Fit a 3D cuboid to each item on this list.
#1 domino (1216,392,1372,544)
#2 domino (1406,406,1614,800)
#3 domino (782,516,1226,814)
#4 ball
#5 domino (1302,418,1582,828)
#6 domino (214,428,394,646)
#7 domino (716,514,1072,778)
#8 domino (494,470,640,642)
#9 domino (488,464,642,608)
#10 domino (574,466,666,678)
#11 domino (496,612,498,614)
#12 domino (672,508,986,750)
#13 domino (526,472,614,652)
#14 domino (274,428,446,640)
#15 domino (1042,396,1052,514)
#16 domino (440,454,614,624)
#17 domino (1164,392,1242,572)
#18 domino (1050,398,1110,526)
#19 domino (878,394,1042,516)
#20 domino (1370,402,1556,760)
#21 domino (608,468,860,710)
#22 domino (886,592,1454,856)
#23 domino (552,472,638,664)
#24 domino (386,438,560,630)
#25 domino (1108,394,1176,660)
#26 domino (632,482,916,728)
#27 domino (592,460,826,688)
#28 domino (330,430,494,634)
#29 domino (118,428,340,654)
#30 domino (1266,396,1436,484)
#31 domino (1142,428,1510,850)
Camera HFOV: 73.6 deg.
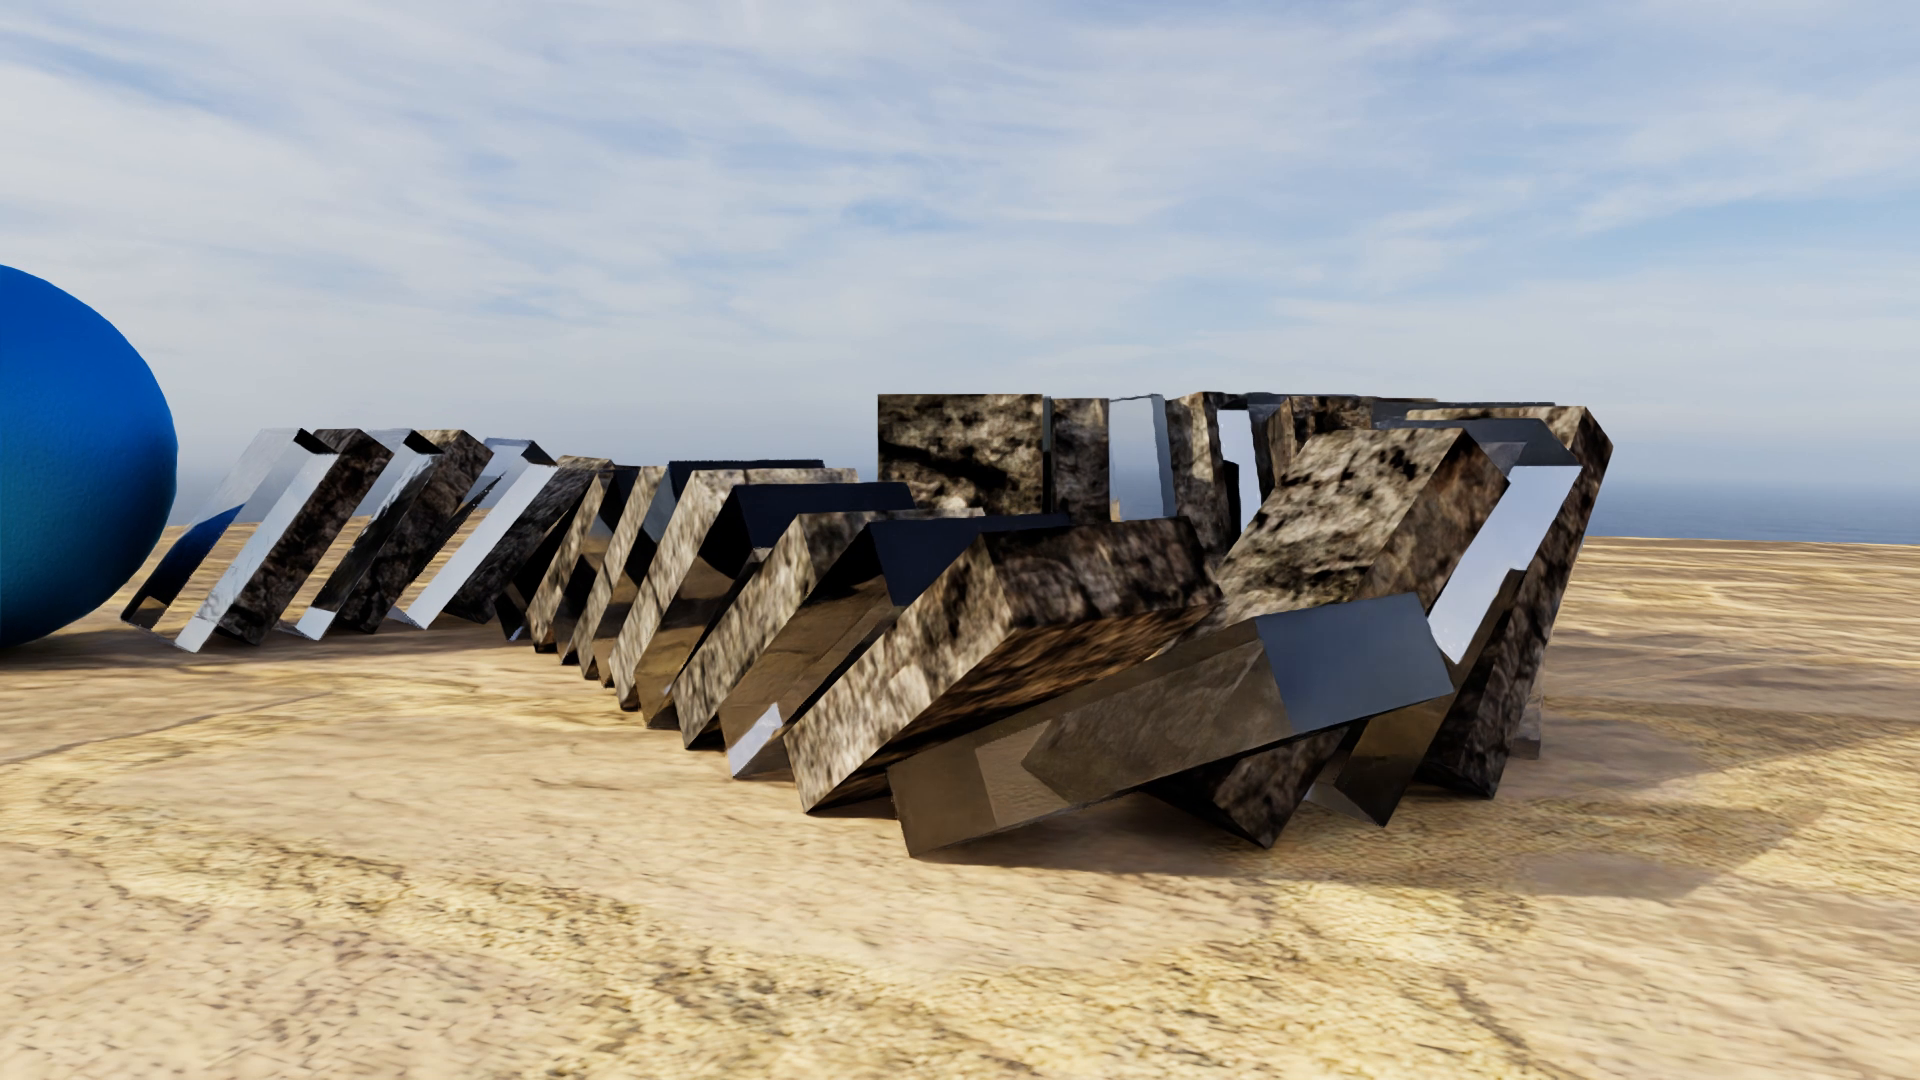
[{"bbox_3d":[0.059,0.001,0.214,0.025,0.050,0.009,-1,-11,-20],"label":"domino"},{"bbox_3d":[0.064,0.006,0.168,0.010,0.050,0.025,37,-19,-34],"label":"domino"},{"bbox_3d":[0.002,0.015,0.138,0.025,0.010,0.050,-5,-26,-33],"label":"domino"},{"bbox_3d":[-0.202,-0.017,0.255,0.080,0.080,0.080,0,4,0],"label":"ball"},{"bbox_3d":[0.052,0.008,0.157,0.010,0.050,0.025,39,-13,-24],"label":"domino"},{"bbox_3d":[-0.148,-0.002,0.284,0.025,0.050,0.009,4,-30,44],"label":"domino"},{"bbox_3d":[-0.009,0.014,0.153,0.025,0.009,0.050,-3,-27,-32],"label":"domino"},{"bbox_3d":[-0.075,0.004,0.270,0.025,0.010,0.050,-3,-31,-48],"label":"domino"},{"bbox_3d":[-0.080,0.002,0.287,0.050,0.010,0.025,-38,-21,28],"label":"domino"},{"bbox_3d":[-0.049,0.006,0.224,0.025,0.009,0.050,-3,-34,-33],"label":"domino"},{"bbox_3d":[-0.093,0.013,0.335,0.025,0.009,0.050,4,6,40],"label":"domino"},{"bbox_3d":[-0.018,0.013,0.168,0.025,0.009,0.050,-3,-27,-33],"label":"domino"},{"bbox_3d":[-0.066,0.005,0.254,0.025,0.010,0.050,-3,-31,-37],"label":"domino"},{"bbox_3d":[-0.140,-0.002,0.292,0.025,0.050,0.009,4,-30,44],"label":"domino"},{"bbox_3d":[0.002,0.001,0.218,0.025,0.050,0.009,2,6,26],"label":"domino"},{"bbox_3d":[-0.108,-0.001,0.320,0.025,0.009,0.050,7,47,45],"label":"domino"},{"bbox_3d":[0.050,0.000,0.227,0.025,0.050,0.009,-3,-6,-43],"label":"domino"},{"bbox_3d":[0.018,0.000,0.227,0.009,0.050,0.025,-2,5,-14],"label":"domino"},{"bbox_3d":[0.000,0.002,0.201,0.025,0.050,0.009,0,4,0],"label":"domino"},{"bbox_3d":[0.070,0.005,0.183,0.025,0.050,0.009,2,-24,25],"label":"domino"},{"bbox_3d":[-0.035,0.008,0.197,0.025,0.010,0.050,-3,-34,-33],"label":"domino"},{"bbox_3d":[0.018,0.019,0.124,0.025,0.009,0.050,-4,-18,-42],"label":"domino"},{"bbox_3d":[-0.057,0.006,0.239,0.025,0.009,0.050,-3,-32,-33],"label":"domino"},{"bbox_3d":[-0.122,-0.003,0.311,0.025,0.050,0.009,7,-35,45],"label":"domino"},{"bbox_3d":[0.033,0.000,0.229,0.009,0.050,0.025,-7,4,2],"label":"domino"},{"bbox_3d":[-0.027,0.010,0.183,0.025,0.009,0.050,-3,-31,-33],"label":"domino"},{"bbox_3d":[-0.041,0.006,0.209,0.025,0.009,0.050,-3,-34,-33],"label":"domino"},{"bbox_3d":[-0.132,-0.003,0.301,0.025,0.050,0.009,4,-30,44],"label":"domino"},{"bbox_3d":[-0.157,-0.001,0.275,0.025,0.050,0.009,4,-30,44],"label":"domino"},{"bbox_3d":[0.065,0.003,0.200,0.025,0.050,0.009,0,-18,-10],"label":"domino"},{"bbox_3d":[0.039,0.009,0.149,0.009,0.050,0.025,42,-12,-21],"label":"domino"}]
